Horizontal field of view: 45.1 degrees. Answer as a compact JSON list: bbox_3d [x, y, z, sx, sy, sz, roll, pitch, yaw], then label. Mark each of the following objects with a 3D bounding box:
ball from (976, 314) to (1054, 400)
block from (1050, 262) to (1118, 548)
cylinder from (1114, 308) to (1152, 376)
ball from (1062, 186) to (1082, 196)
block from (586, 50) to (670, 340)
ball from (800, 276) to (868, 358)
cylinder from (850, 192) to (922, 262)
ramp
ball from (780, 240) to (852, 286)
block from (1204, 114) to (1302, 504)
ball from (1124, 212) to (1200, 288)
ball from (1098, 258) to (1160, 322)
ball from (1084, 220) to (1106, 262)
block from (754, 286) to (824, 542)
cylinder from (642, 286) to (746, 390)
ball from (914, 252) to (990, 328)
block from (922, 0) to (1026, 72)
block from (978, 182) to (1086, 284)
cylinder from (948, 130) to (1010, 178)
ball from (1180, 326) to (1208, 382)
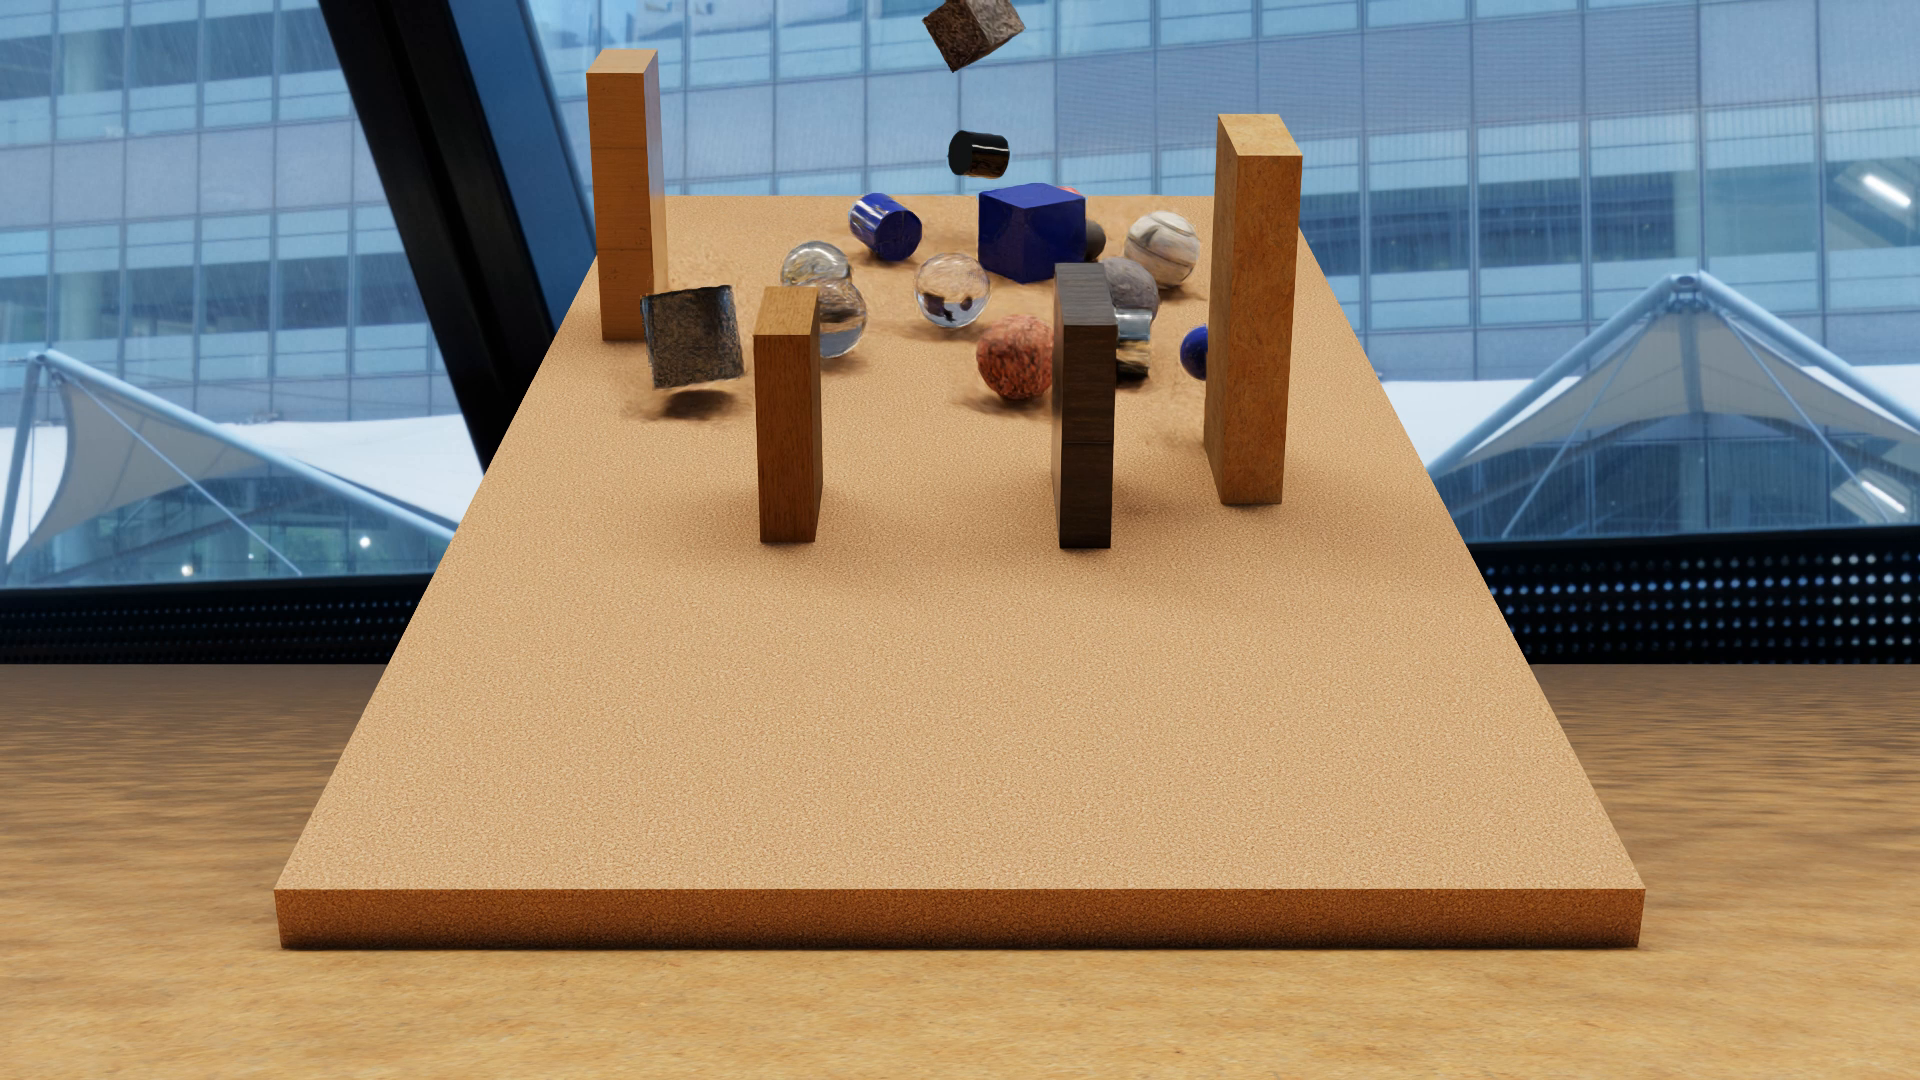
[{"bbox_3d":[0.136,-0.421,5.312,0.197,0.197,0.197,0,-3,0],"label":"ball"},{"bbox_3d":[0.245,-0.276,4.636,0.101,0.457,0.421,0,23,0],"label":"block"},{"bbox_3d":[0.370,-0.470,5.473,0.160,0.160,0.160,2,-3,5],"label":"cylinder"},{"bbox_3d":[0.303,-0.958,6.673,0.124,0.124,0.124,0,-3,0],"label":"ball"},{"bbox_3d":[-0.820,-0.858,5.740,0.136,0.664,0.292,0,23,0],"label":"block"},{"bbox_3d":[-0.323,-0.540,5.585,0.200,0.200,0.200,0,-3,0],"label":"ball"},{"bbox_3d":[-0.206,-0.869,6.407,0.149,0.149,0.149,2,25,-34],"label":"cylinder"},{"bbox_3d":[-0.007,-0.225,5.228,2.000,0.100,4.000,0,23,0],"label":"ramp"},{"bbox_3d":[-0.367,-0.673,5.918,0.185,0.185,0.185,0,-3,0],"label":"ball"},{"bbox_3d":[0.599,-0.480,4.774,0.125,0.726,0.363,0,23,0],"label":"block"},{"bbox_3d":[0.534,-0.769,6.127,0.204,0.204,0.204,0,-3,0],"label":"ball"},{"bbox_3d":[0.380,-0.584,5.617,0.207,0.207,0.207,0,-3,0],"label":"ball"},{"bbox_3d":[0.345,-0.827,6.376,0.115,0.115,0.115,0,-3,0],"label":"ball"},{"bbox_3d":[-0.340,-0.255,4.621,0.108,0.428,0.318,0,23,0],"label":"block"},{"bbox_3d":[-0.610,-0.463,5.286,0.210,0.210,0.210,-8,4,1],"label":"cylinder"},{"bbox_3d":[-0.020,-0.628,5.807,0.191,0.191,0.191,0,-3,0],"label":"ball"},{"bbox_3d":[0.040,-1.481,6.638,0.174,0.174,0.174,-24,9,46],"label":"block"},{"bbox_3d":[0.195,-0.836,6.277,0.208,0.208,0.208,-15,27,-31],"label":"block"},{"bbox_3d":[0.053,-1.090,6.538,0.125,0.125,0.125,0,-2,-34],"label":"cylinder"},{"bbox_3d":[0.544,-0.409,5.068,0.125,0.125,0.125,0,-3,0],"label":"ball"}]
